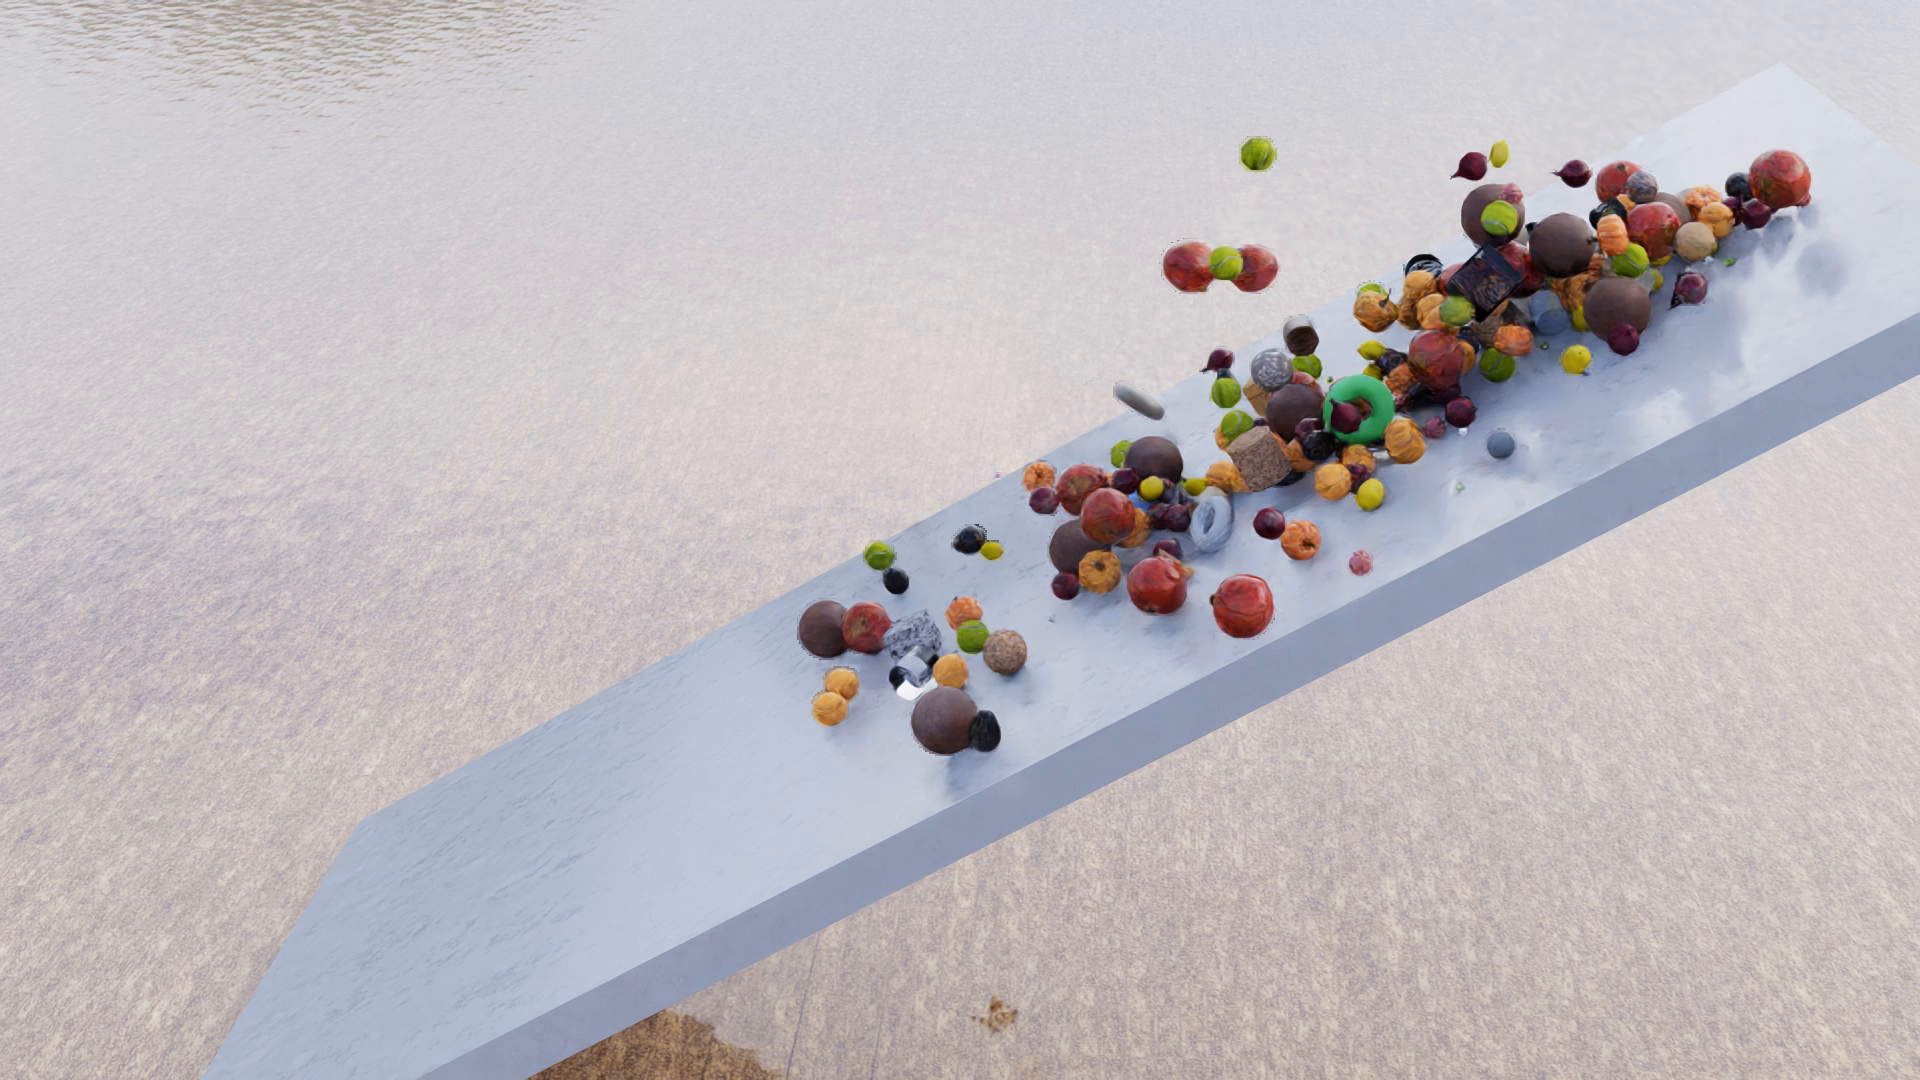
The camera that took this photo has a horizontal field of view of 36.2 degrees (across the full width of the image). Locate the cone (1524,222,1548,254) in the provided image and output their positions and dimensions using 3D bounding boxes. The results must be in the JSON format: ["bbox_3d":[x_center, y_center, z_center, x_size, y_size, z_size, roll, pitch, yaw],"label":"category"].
[{"bbox_3d":[1.245,-0.654,6.412,0.067,0.067,0.067,0,-2,1],"label":"cone"}]

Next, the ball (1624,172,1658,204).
[{"bbox_3d":[1.357,-0.701,5.856,0.066,0.066,0.066,0,18,0],"label":"ball"}]

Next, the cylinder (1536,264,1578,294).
[{"bbox_3d":[1.240,-0.540,6.118,0.061,0.061,0.061,-11,-2,-30],"label":"cylinder"}]

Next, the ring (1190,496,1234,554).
[{"bbox_3d":[0.501,-0.031,5.847,0.040,0.121,0.121,18,9,-28],"label":"ring"}]

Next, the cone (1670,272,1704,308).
[{"bbox_3d":[1.382,-0.467,5.639,0.065,0.065,0.065,37,10,-8],"label":"cone"}]

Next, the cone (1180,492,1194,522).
[{"bbox_3d":[0.470,-0.077,6.121,0.059,0.059,0.059,-29,14,8],"label":"cone"}]

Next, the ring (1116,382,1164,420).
[{"bbox_3d":[0.419,-0.322,6.845,0.130,0.043,0.130,31,7,-4],"label":"ring"}]

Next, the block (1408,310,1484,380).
[{"bbox_3d":[0.996,-0.401,6.021,0.096,0.096,0.096,40,1,-14],"label":"block"}]

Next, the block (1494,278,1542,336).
[{"bbox_3d":[1.150,-0.475,6.010,0.071,0.071,0.071,-38,-10,-23],"label":"block"}]

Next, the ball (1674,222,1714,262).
[{"bbox_3d":[1.418,-0.576,5.682,0.077,0.077,0.077,0,18,0],"label":"ball"}]

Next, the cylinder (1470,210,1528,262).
[{"bbox_3d":[1.137,-0.641,6.202,0.092,0.092,0.092,12,-1,33],"label":"cylinder"}]

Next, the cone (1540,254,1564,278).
[{"bbox_3d":[1.182,-0.561,5.921,0.052,0.052,0.052,20,-5,45],"label":"cone"}]

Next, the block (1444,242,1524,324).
[{"bbox_3d":[1.021,-0.501,5.735,0.099,0.099,0.099,-44,-7,-6],"label":"block"}]

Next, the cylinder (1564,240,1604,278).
[{"bbox_3d":[1.297,-0.586,6.114,0.060,0.060,0.060,-30,32,-32],"label":"cylinder"}]

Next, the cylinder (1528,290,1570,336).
[{"bbox_3d":[1.181,-0.455,5.903,0.066,0.066,0.066,-2,37,-7],"label":"cylinder"}]

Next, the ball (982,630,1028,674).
[{"bbox_3d":[0.089,0.221,5.827,0.090,0.090,0.090,0,18,0],"label":"ball"}]

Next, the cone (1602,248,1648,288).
[{"bbox_3d":[1.332,-0.526,5.924,0.095,0.095,0.095,1,-13,2],"label":"cone"}]

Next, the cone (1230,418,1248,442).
[{"bbox_3d":[0.603,-0.245,6.427,0.054,0.054,0.054,-29,14,8],"label":"cone"}]

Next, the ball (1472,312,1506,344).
[{"bbox_3d":[1.070,-0.430,5.948,0.069,0.069,0.069,0,18,0],"label":"ball"}]

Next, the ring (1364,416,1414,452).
[{"bbox_3d":[0.852,-0.210,5.846,0.109,0.036,0.109,-28,14,8],"label":"ring"}]

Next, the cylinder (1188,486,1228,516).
[{"bbox_3d":[0.508,-0.068,6.010,0.060,0.060,0.060,19,59,44],"label":"cylinder"}]

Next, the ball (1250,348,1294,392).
[{"bbox_3d":[0.630,-0.343,5.933,0.086,0.086,0.086,0,18,0],"label":"ball"}]

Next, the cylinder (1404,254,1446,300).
[{"bbox_3d":[0.981,-0.554,6.196,0.081,0.081,0.081,5,-7,14],"label":"cylinder"}]

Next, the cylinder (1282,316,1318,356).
[{"bbox_3d":[0.712,-0.425,6.148,0.067,0.067,0.067,0,20,-1],"label":"cylinder"}]

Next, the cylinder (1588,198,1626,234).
[{"bbox_3d":[1.260,-0.632,5.724,0.052,0.052,0.052,-36,32,-18],"label":"cylinder"}]

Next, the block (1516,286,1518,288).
[{"bbox_3d":[1.152,-0.538,6.247,0.055,0.055,0.055,-10,3,21],"label":"block"}]

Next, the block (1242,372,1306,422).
[{"bbox_3d":[0.690,-0.330,6.459,0.087,0.087,0.087,-25,15,37],"label":"block"}]

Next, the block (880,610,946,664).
[{"bbox_3d":[-0.099,0.212,6.253,0.083,0.083,0.083,-21,17,34],"label":"block"}]

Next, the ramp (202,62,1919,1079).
[{"bbox_3d":[0.142,0.168,6.284,4.000,0.100,2.000,-28,15,12],"label":"ramp"}]

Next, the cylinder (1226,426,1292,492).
[{"bbox_3d":[0.595,-0.162,5.845,0.095,0.095,0.095,-29,17,10],"label":"cylinder"}]

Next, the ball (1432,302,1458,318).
[{"bbox_3d":[1.046,-0.487,6.346,0.054,0.054,0.054,0,18,0],"label":"ball"}]

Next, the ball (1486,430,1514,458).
[{"bbox_3d":[0.994,-0.175,5.408,0.051,0.051,0.051,0,18,0],"label":"ball"}]

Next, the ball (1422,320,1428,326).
[{"bbox_3d":[1.006,-0.427,6.153,0.089,0.089,0.089,0,18,0],"label":"ball"}]

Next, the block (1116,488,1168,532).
[{"bbox_3d":[0.385,-0.065,6.238,0.066,0.066,0.066,-34,15,-13],"label":"block"}]

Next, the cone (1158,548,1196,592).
[{"bbox_3d":[0.410,0.047,5.787,0.078,0.078,0.078,-29,14,8],"label":"cone"}]

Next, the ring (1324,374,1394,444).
[{"bbox_3d":[0.776,-0.253,5.719,0.140,0.140,0.047,1,14,2],"label":"ring"}]

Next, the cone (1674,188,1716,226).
[{"bbox_3d":[1.501,-0.667,6.057,0.089,0.089,0.089,-1,-17,-4],"label":"cone"}]
